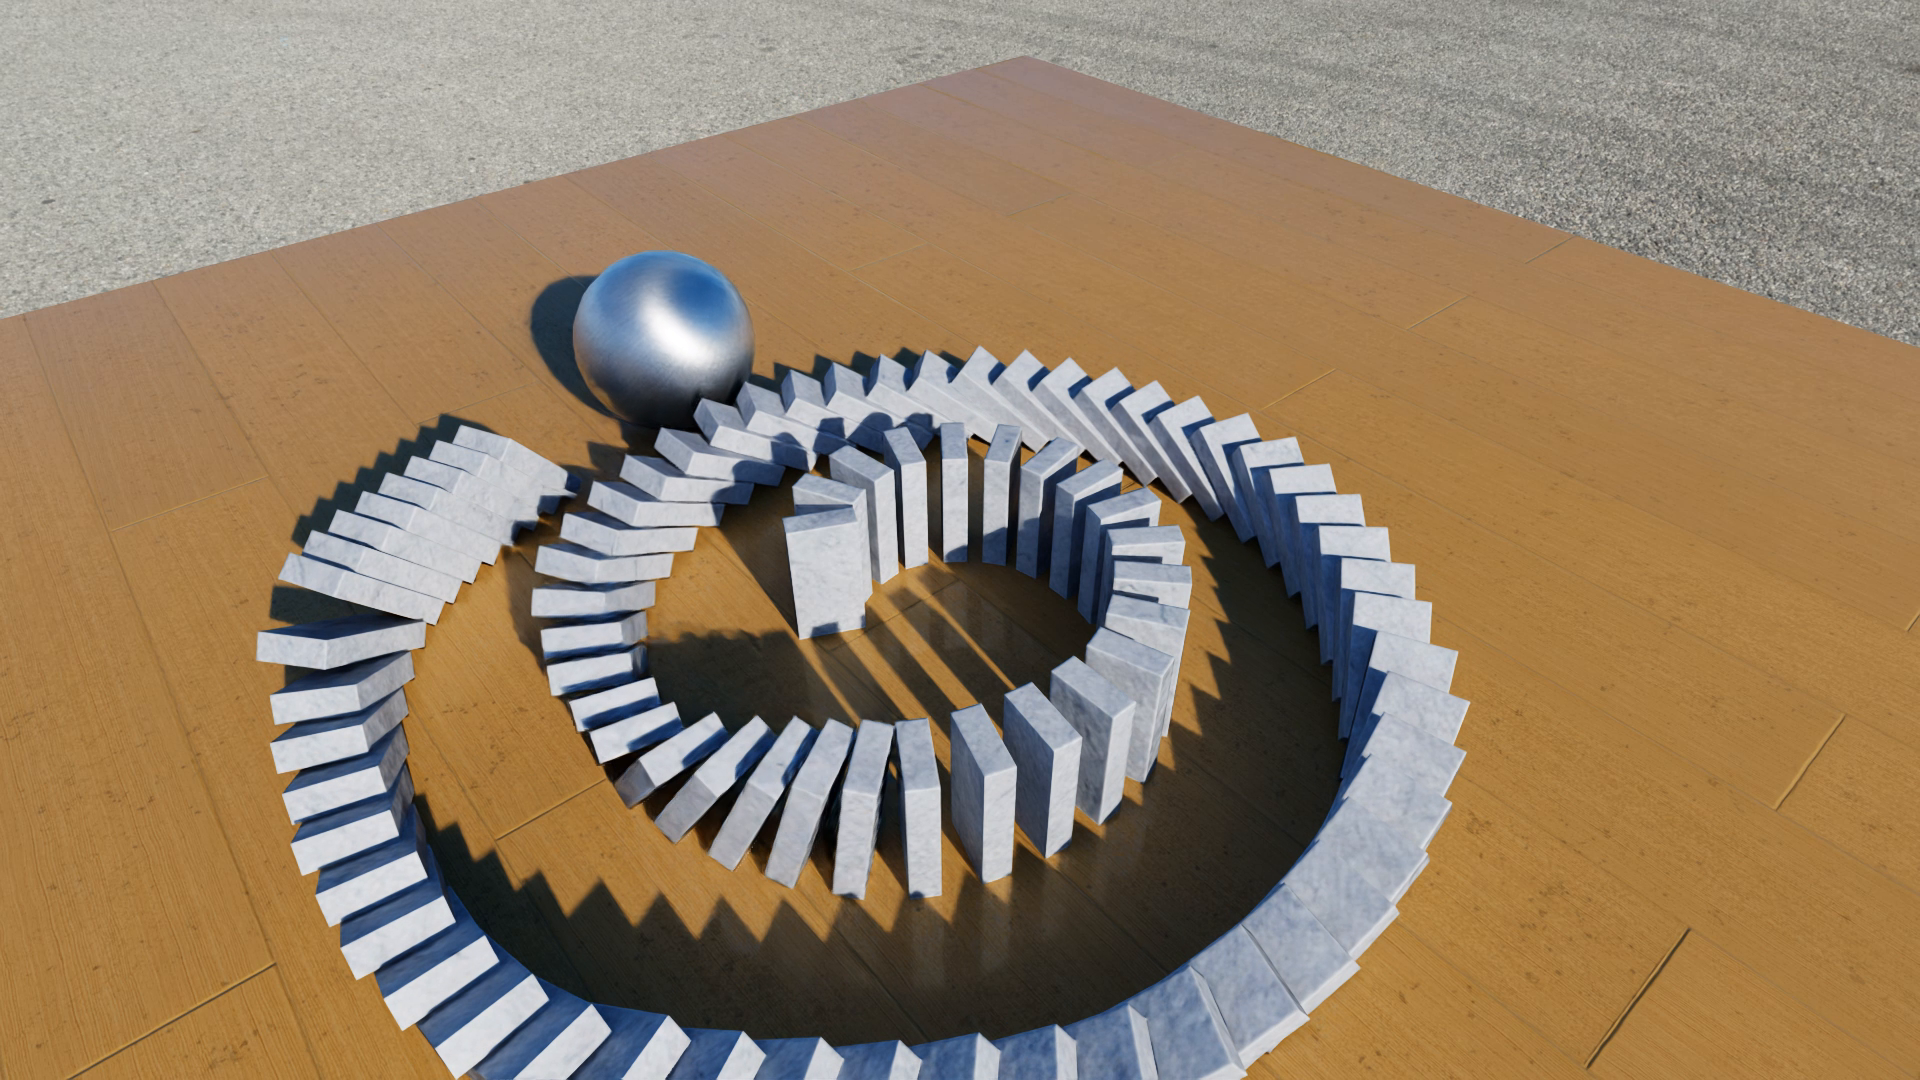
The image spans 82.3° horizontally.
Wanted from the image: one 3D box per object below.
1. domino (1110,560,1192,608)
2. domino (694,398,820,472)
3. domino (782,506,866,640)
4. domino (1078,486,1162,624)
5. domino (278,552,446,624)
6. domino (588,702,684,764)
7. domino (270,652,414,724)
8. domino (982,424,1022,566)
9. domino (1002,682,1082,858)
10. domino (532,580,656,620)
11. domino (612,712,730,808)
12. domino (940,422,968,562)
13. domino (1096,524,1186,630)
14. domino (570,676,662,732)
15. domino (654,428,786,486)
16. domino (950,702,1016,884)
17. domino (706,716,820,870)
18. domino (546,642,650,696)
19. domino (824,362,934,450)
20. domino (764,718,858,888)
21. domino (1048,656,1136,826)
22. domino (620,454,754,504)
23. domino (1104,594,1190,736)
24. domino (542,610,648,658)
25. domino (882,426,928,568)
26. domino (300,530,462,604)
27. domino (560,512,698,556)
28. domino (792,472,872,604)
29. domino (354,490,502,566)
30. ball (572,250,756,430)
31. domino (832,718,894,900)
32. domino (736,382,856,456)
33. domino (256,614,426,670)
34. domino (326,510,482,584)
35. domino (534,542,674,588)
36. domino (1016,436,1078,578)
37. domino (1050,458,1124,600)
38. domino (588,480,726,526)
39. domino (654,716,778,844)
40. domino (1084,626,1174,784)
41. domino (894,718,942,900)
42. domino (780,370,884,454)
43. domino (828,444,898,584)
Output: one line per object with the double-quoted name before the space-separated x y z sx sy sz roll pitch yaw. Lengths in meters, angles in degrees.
"domino" 0.063 0.030 0.375 0.025 0.050 0.010 4 40 5
"domino" -0.088 -0.045 0.478 0.050 0.010 0.025 14 25 -40
"domino" -0.048 0.012 0.396 0.025 0.050 0.009 -10 40 -12
"domino" 0.058 0.006 0.404 0.025 0.050 0.009 -17 42 -20
"domino" -0.212 0.018 0.393 0.025 0.050 0.009 14 79 17
"domino" -0.102 0.061 0.343 0.025 0.050 0.010 -19 86 -21
"domino" -0.203 0.048 0.365 0.025 0.009 0.050 -6 7 -8
"domino" 0.017 -0.017 0.433 0.010 0.050 0.025 9 40 10
"domino" 0.023 0.069 0.327 0.010 0.050 0.025 -21 44 -24
"domino" -0.131 0.021 0.396 0.025 0.009 0.050 3 3 4
"domino" -0.088 0.067 0.333 0.025 0.050 0.010 -31 86 -32
"domino" -0.002 -0.018 0.434 0.009 0.050 0.025 -2 39 -2
"domino" 0.063 0.018 0.390 0.025 0.050 0.010 -4 39 -4
"domino" -0.111 0.052 0.355 0.025 0.009 0.050 -16 -2 -18
"domino" -0.101 -0.035 0.465 0.025 0.010 0.050 34 16 34
"domino" 0.006 0.074 0.321 0.009 0.050 0.025 -14 41 -17
"domino" -0.058 0.075 0.321 0.009 0.050 0.025 34 45 1
"domino" -0.120 0.042 0.368 0.025 0.009 0.050 -9 0 -11
"domino" -0.037 -0.060 0.497 0.050 0.010 0.025 22 32 -26
"domino" -0.043 0.077 0.317 0.010 0.050 0.025 24 43 3
"domino" 0.039 0.062 0.336 0.009 0.050 0.025 -29 47 -31
"domino" -0.112 -0.025 0.453 0.025 0.009 0.050 26 13 28
"domino" 0.059 0.042 0.361 0.025 0.050 0.009 11 41 13
"domino" -0.125 0.032 0.381 0.025 0.009 0.050 -5 2 -7
"domino" -0.021 -0.016 0.431 0.010 0.050 0.025 -12 41 -15
"domino" -0.210 0.010 0.402 0.025 0.050 0.009 14 79 17
"domino" -0.127 -0.003 0.426 0.025 0.010 0.050 17 8 19
"domino" -0.047 0.001 0.411 0.025 0.050 0.010 16 42 19
"domino" -0.202 -0.004 0.420 0.025 0.050 0.009 14 78 17
"ball" -0.133 -0.089 0.497 0.080 0.080 0.080 0 39 0
"domino" -0.028 0.078 0.316 0.009 0.050 0.025 11 40 1
"domino" -0.072 -0.052 0.486 0.050 0.010 0.025 17 28 -34
"domino" -0.212 0.034 0.379 0.025 0.009 0.050 6 4 9
"domino" -0.206 0.003 0.411 0.025 0.050 0.009 14 79 17
"domino" -0.132 0.008 0.412 0.025 0.010 0.050 13 6 15
"domino" 0.034 -0.012 0.426 0.009 0.050 0.025 26 46 28
"domino" 0.047 -0.004 0.416 0.025 0.050 0.009 -28 47 -30
"domino" -0.121 -0.014 0.440 0.025 0.010 0.050 22 11 25
"domino" -0.073 0.072 0.326 0.010 0.050 0.025 45 50 2
"domino" 0.051 0.053 0.347 0.025 0.050 0.009 22 44 24
"domino" -0.012 0.078 0.316 0.010 0.050 0.025 -5 40 -7
"domino" -0.055 -0.057 0.493 0.050 0.010 0.025 21 30 -28
"domino" -0.037 -0.009 0.423 0.025 0.050 0.010 30 48 31
